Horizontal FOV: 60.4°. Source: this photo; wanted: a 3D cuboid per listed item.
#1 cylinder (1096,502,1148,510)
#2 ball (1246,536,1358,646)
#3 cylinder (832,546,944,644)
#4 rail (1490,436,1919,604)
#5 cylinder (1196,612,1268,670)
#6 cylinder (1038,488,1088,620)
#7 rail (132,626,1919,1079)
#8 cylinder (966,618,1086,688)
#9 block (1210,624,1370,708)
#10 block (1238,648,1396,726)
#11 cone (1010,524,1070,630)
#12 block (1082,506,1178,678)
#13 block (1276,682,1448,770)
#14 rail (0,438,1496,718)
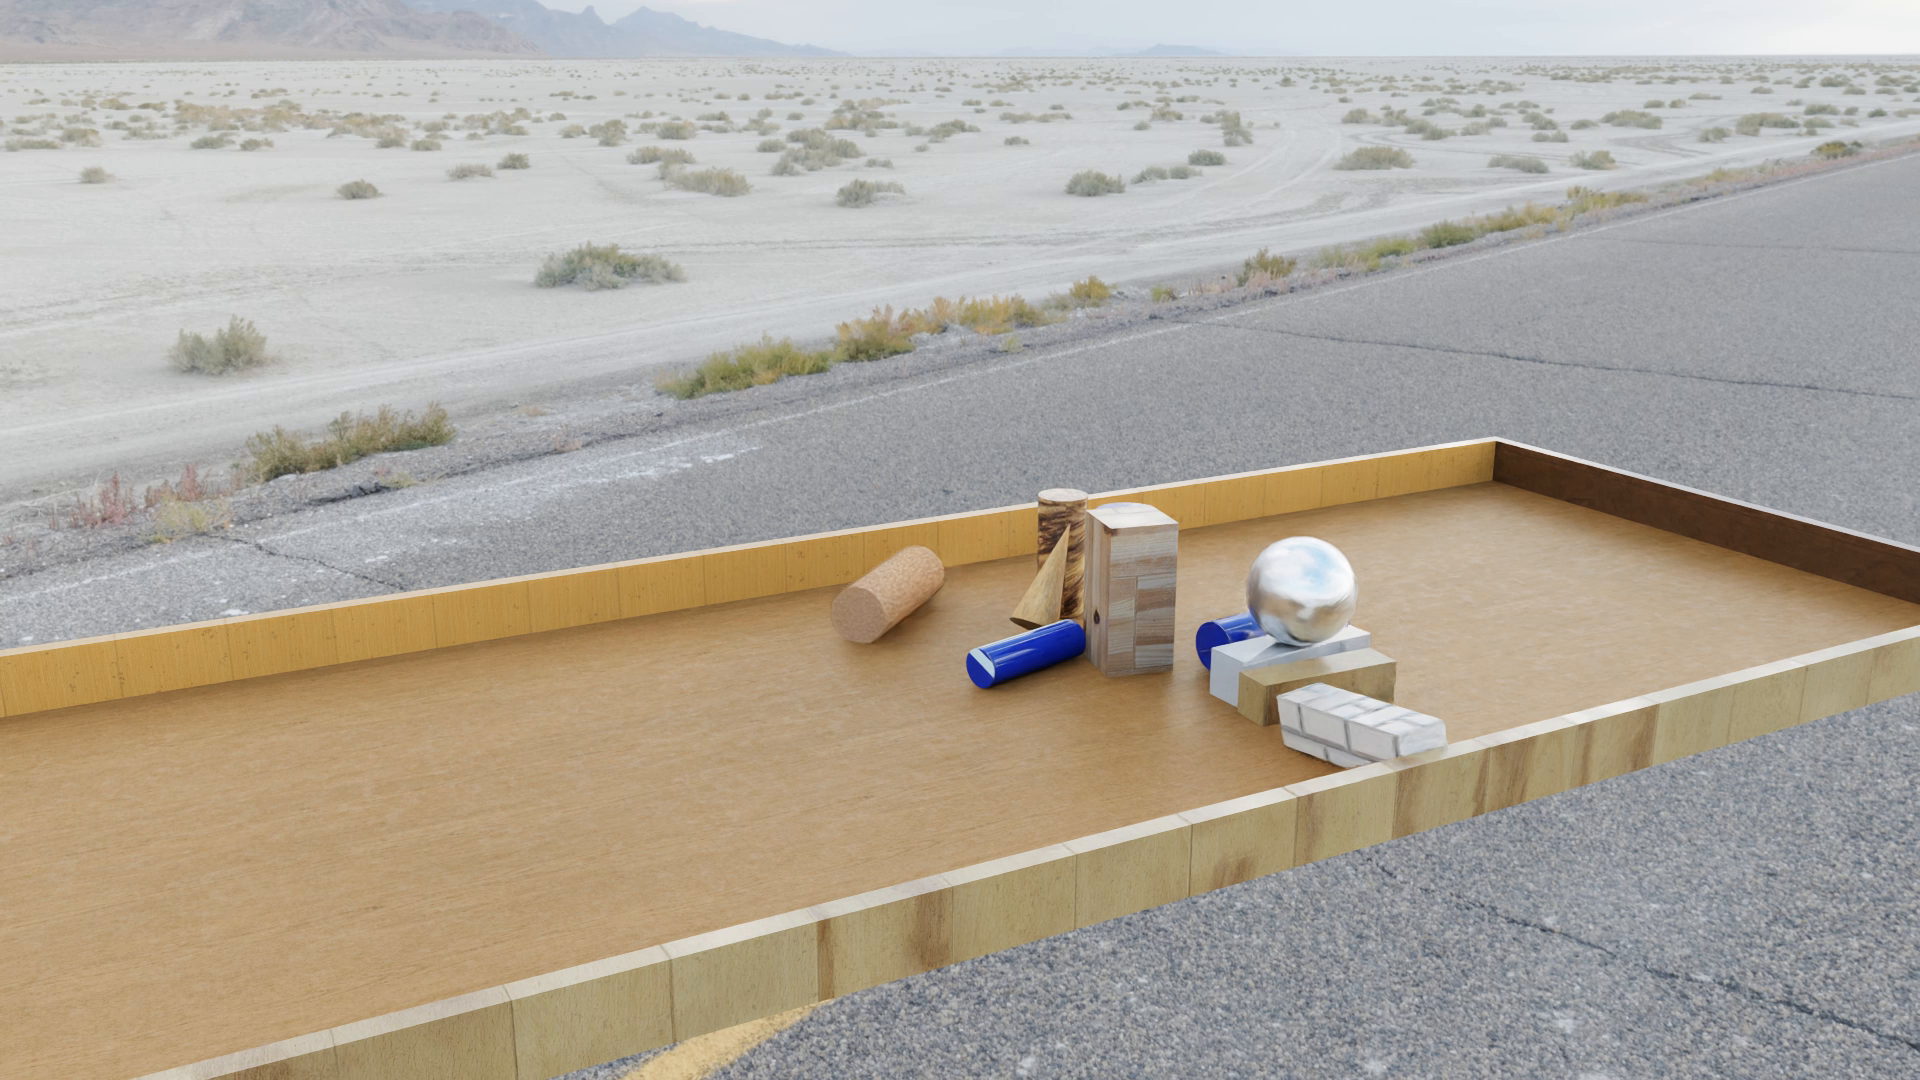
[{"bbox_3d":[0.441,0.094,4.402,0.166,0.357,0.166,0,16,0],"label":"cylinder"},{"bbox_3d":[0.833,0.124,4.030,0.269,0.269,0.269,0,16,0],"label":"ball"},{"bbox_3d":[-0.194,0.147,4.577,0.158,0.158,0.416,6,18,20],"label":"cylinder"},{"bbox_3d":[2.466,-0.048,5.253,0.050,0.150,2.100,-9,18,-27],"label":"rail"},{"bbox_3d":[0.815,0.240,4.303,0.417,0.133,0.133,-11,20,-33],"label":"cylinder"},{"bbox_3d":[0.286,0.038,4.619,0.139,0.341,0.139,0,16,0],"label":"cylinder"},{"bbox_3d":[-2.336,1.006,1.665,12.000,0.150,0.050,-9,18,-27],"label":"rail"},{"bbox_3d":[0.170,0.287,4.198,0.328,0.102,0.102,-15,22,-40],"label":"cylinder"},{"bbox_3d":[0.823,0.306,4.099,0.410,0.120,0.120,-9,19,-29],"label":"block"},{"bbox_3d":[0.861,0.352,3.973,0.386,0.103,0.103,-8,18,-24],"label":"block"},{"bbox_3d":[0.249,0.093,4.454,0.136,0.306,0.136,19,-12,4],"label":"cone"},{"bbox_3d":[0.433,0.129,4.222,0.180,0.392,0.180,-5,17,-16],"label":"block"},{"bbox_3d":[0.868,0.419,3.580,0.117,0.117,0.430,-14,12,-22],"label":"block"},{"bbox_3d":[-3.305,0.497,3.399,12.000,0.150,0.050,-9,18,-27],"label":"rail"}]
